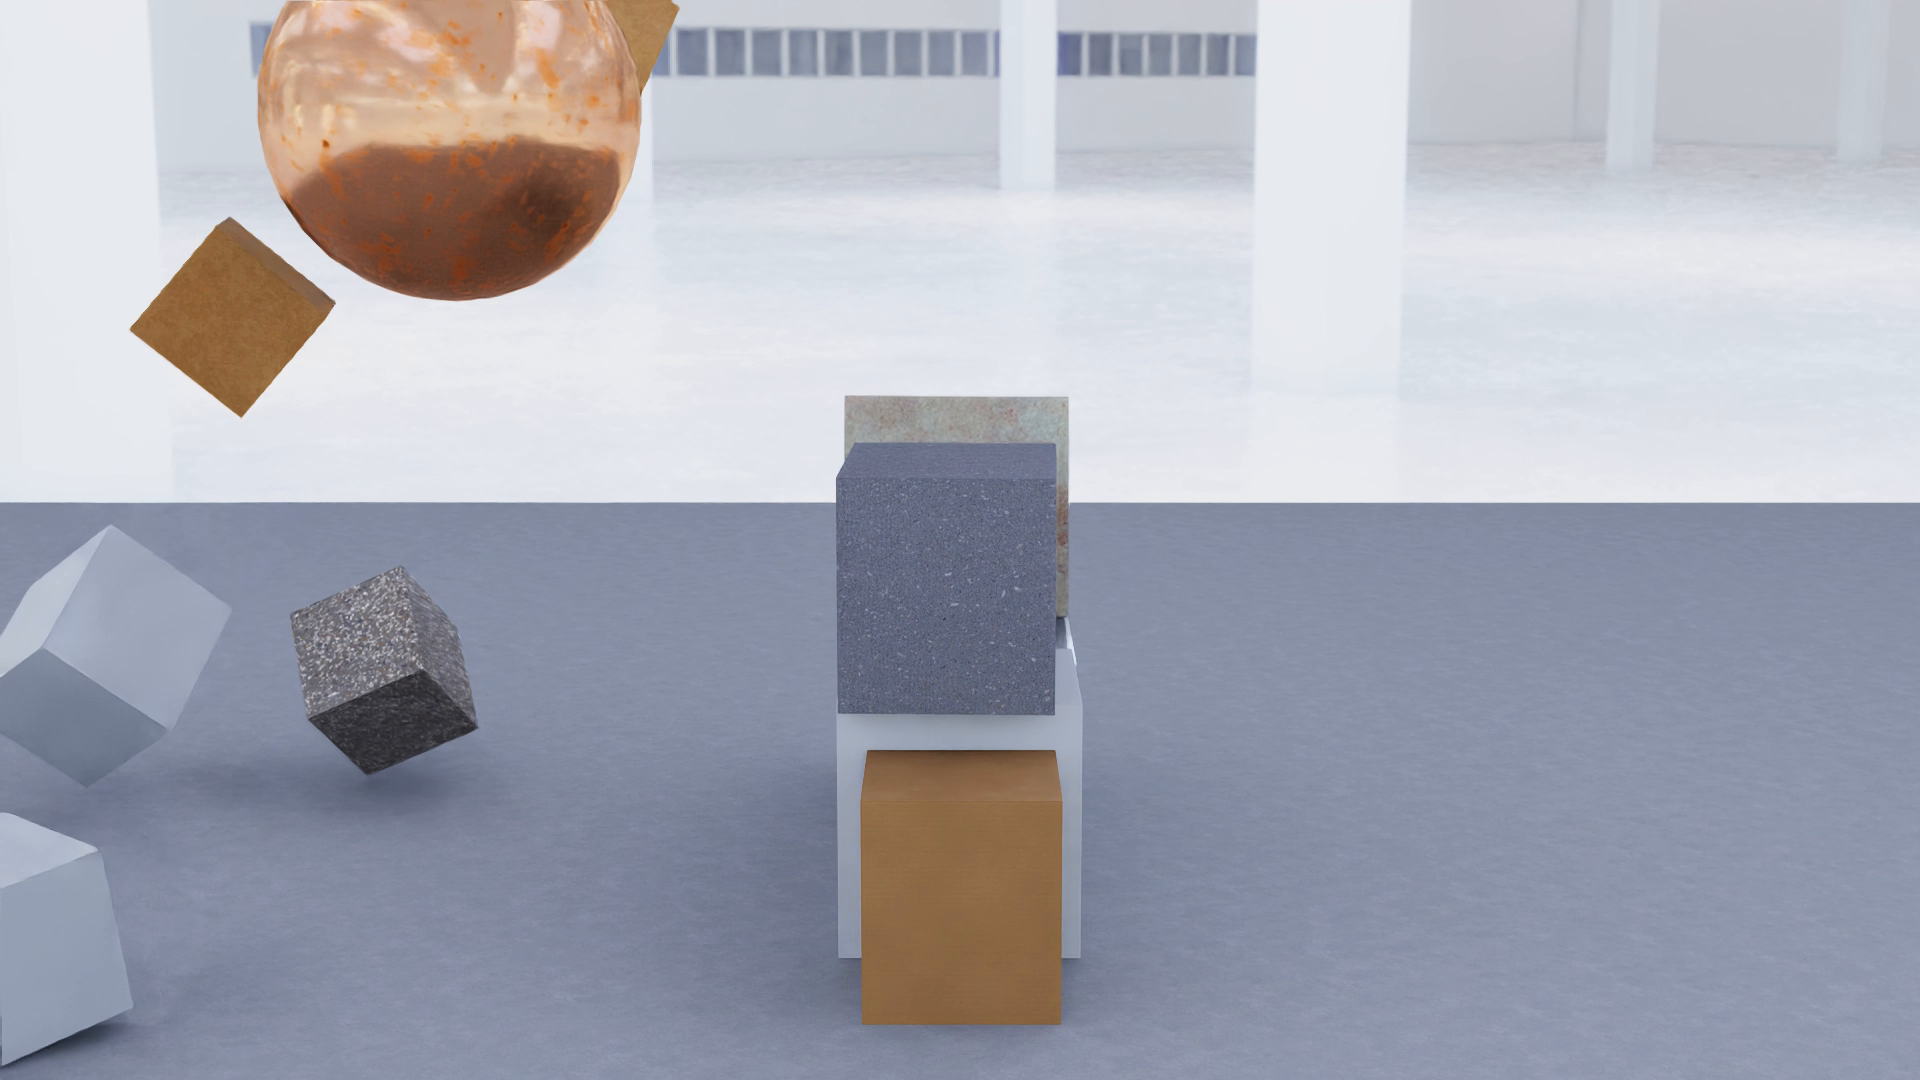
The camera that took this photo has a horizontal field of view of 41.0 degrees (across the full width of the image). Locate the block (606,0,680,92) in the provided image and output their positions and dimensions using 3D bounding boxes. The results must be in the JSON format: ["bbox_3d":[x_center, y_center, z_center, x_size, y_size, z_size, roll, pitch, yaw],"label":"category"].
[{"bbox_3d":[-1.947,-2.334,12.203,0.689,0.859,0.734,-18,-46,44],"label":"block"}]

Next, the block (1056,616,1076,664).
[{"bbox_3d":[0.017,0.929,11.724,0.982,0.977,1.020,0,10,0],"label":"block"}]

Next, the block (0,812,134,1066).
[{"bbox_3d":[-3.589,1.478,9.389,0.714,0.634,0.714,9,22,42],"label":"block"}]

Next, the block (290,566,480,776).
[{"bbox_3d":[-2.892,0.661,12.901,0.624,0.631,0.656,-23,54,4],"label":"block"}]

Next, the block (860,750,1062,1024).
[{"bbox_3d":[0.005,1.322,9.875,0.744,0.866,0.723,0,10,0],"label":"block"}]

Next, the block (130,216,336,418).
[{"bbox_3d":[-3.405,-1.054,12.059,0.636,0.622,0.577,40,3,-15],"label":"block"}]

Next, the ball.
[{"bbox_3d":[-2.149,-1.811,10.851,1.600,1.600,1.600,0,10,0],"label":"ball"}]

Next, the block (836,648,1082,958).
[{"bbox_3d":[-0.002,1.077,10.714,0.973,1.049,0.996,0,10,0],"label":"block"}]

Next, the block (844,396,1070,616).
[{"bbox_3d":[-0.014,-0.145,12.137,1.024,1.001,0.916,0,-1,0],"label":"block"}]

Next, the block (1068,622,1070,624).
[{"bbox_3d":[0.004,0.791,12.735,1.047,0.887,0.997,0,10,0],"label":"block"}]

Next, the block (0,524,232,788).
[{"bbox_3d":[-4.241,0.578,12.631,0.821,0.732,0.798,-29,33,37],"label":"block"}]

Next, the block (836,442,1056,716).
[{"bbox_3d":[-0.037,0.136,10.359,0.845,0.929,0.955,0,10,2],"label":"block"}]
